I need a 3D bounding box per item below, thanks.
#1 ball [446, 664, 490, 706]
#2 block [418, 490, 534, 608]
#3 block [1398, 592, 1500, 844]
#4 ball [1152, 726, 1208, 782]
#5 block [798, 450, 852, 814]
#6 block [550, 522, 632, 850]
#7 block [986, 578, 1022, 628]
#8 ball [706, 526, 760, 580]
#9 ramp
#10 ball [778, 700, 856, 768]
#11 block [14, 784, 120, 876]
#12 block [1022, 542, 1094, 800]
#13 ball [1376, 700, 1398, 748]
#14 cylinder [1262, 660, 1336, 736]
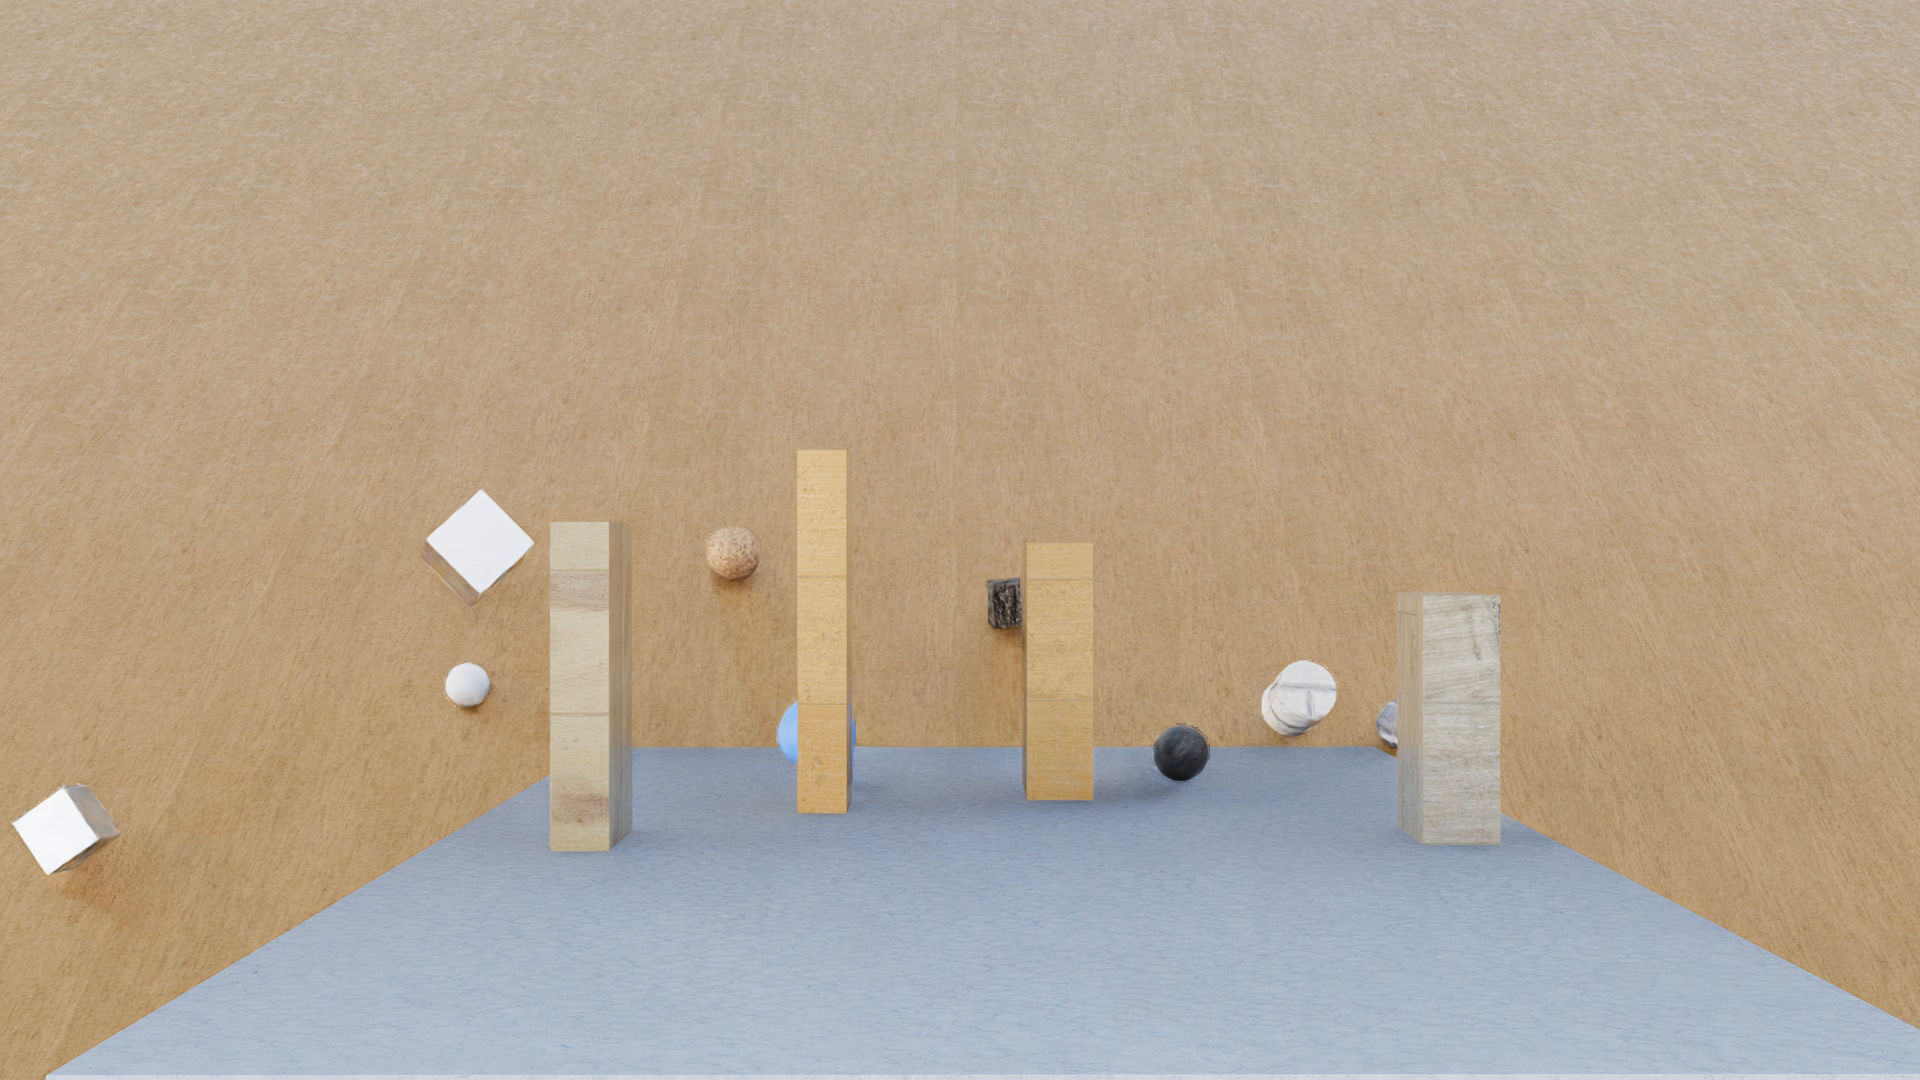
[{"bbox_3d":[-1.323,0.390,6.951,0.117,0.117,0.117,0,29,0],"label":"ball"},{"bbox_3d":[-1.317,0.025,7.038,0.205,0.205,0.205,-45,4,-21],"label":"block"},{"bbox_3d":[0.886,0.318,4.701,0.137,0.440,0.267,0,0,0],"label":"block"},{"bbox_3d":[0.490,0.473,5.737,0.123,0.123,0.123,0,29,0],"label":"ball"},{"bbox_3d":[-0.272,0.179,5.208,0.097,0.716,0.246,0,0,0],"label":"block"},{"bbox_3d":[-0.660,0.254,4.647,0.102,0.571,0.319,0,0,0],"label":"block"},{"bbox_3d":[0.146,0.178,7.281,0.121,0.121,0.121,-4,5,-8],"label":"block"},{"bbox_3d":[-0.660,0.038,7.532,0.159,0.159,0.159,0,29,0],"label":"ball"},{"bbox_3d":[0.066,0.589,4.640,2.000,0.100,4.000,0,0,0],"label":"ramp"},{"bbox_3d":[-0.327,0.445,5.919,0.179,0.179,0.179,0,29,0],"label":"ball"},{"bbox_3d":[-2.156,0.698,6.249,0.150,0.150,0.150,-35,-3,2],"label":"block"},{"bbox_3d":[0.206,0.271,5.530,0.136,0.529,0.398,0,0,0],"label":"block"},{"bbox_3d":[1.155,0.483,6.776,0.126,0.126,0.126,0,29,0],"label":"ball"},{"bbox_3d":[0.873,0.410,6.668,0.156,0.156,0.156,4,69,-9],"label":"cylinder"}]
